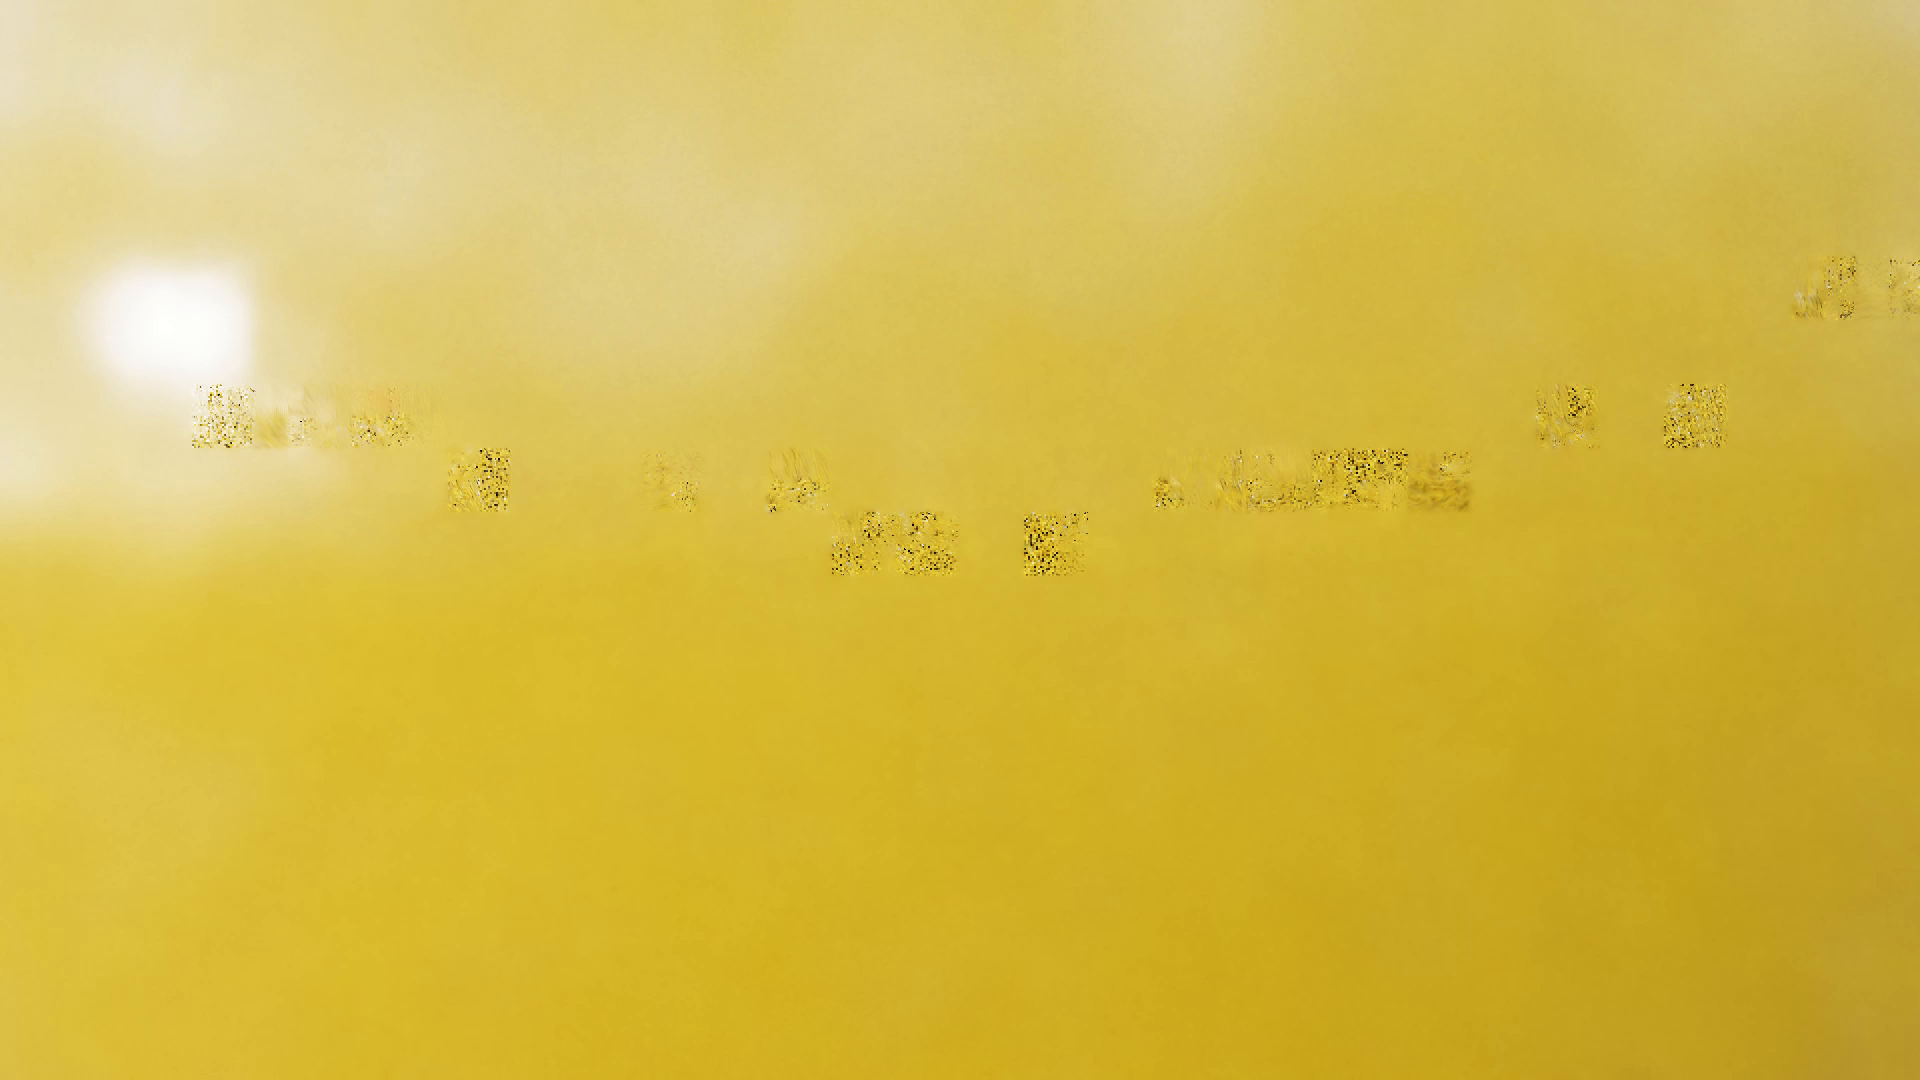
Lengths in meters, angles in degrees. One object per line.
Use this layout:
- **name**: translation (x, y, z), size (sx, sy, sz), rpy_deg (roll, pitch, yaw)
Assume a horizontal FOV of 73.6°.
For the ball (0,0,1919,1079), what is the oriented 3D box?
- **ball**: translation (0.000, -0.002, 0.056), size (0.080, 0.080, 0.080), rpy_deg (0, 4, 0)
